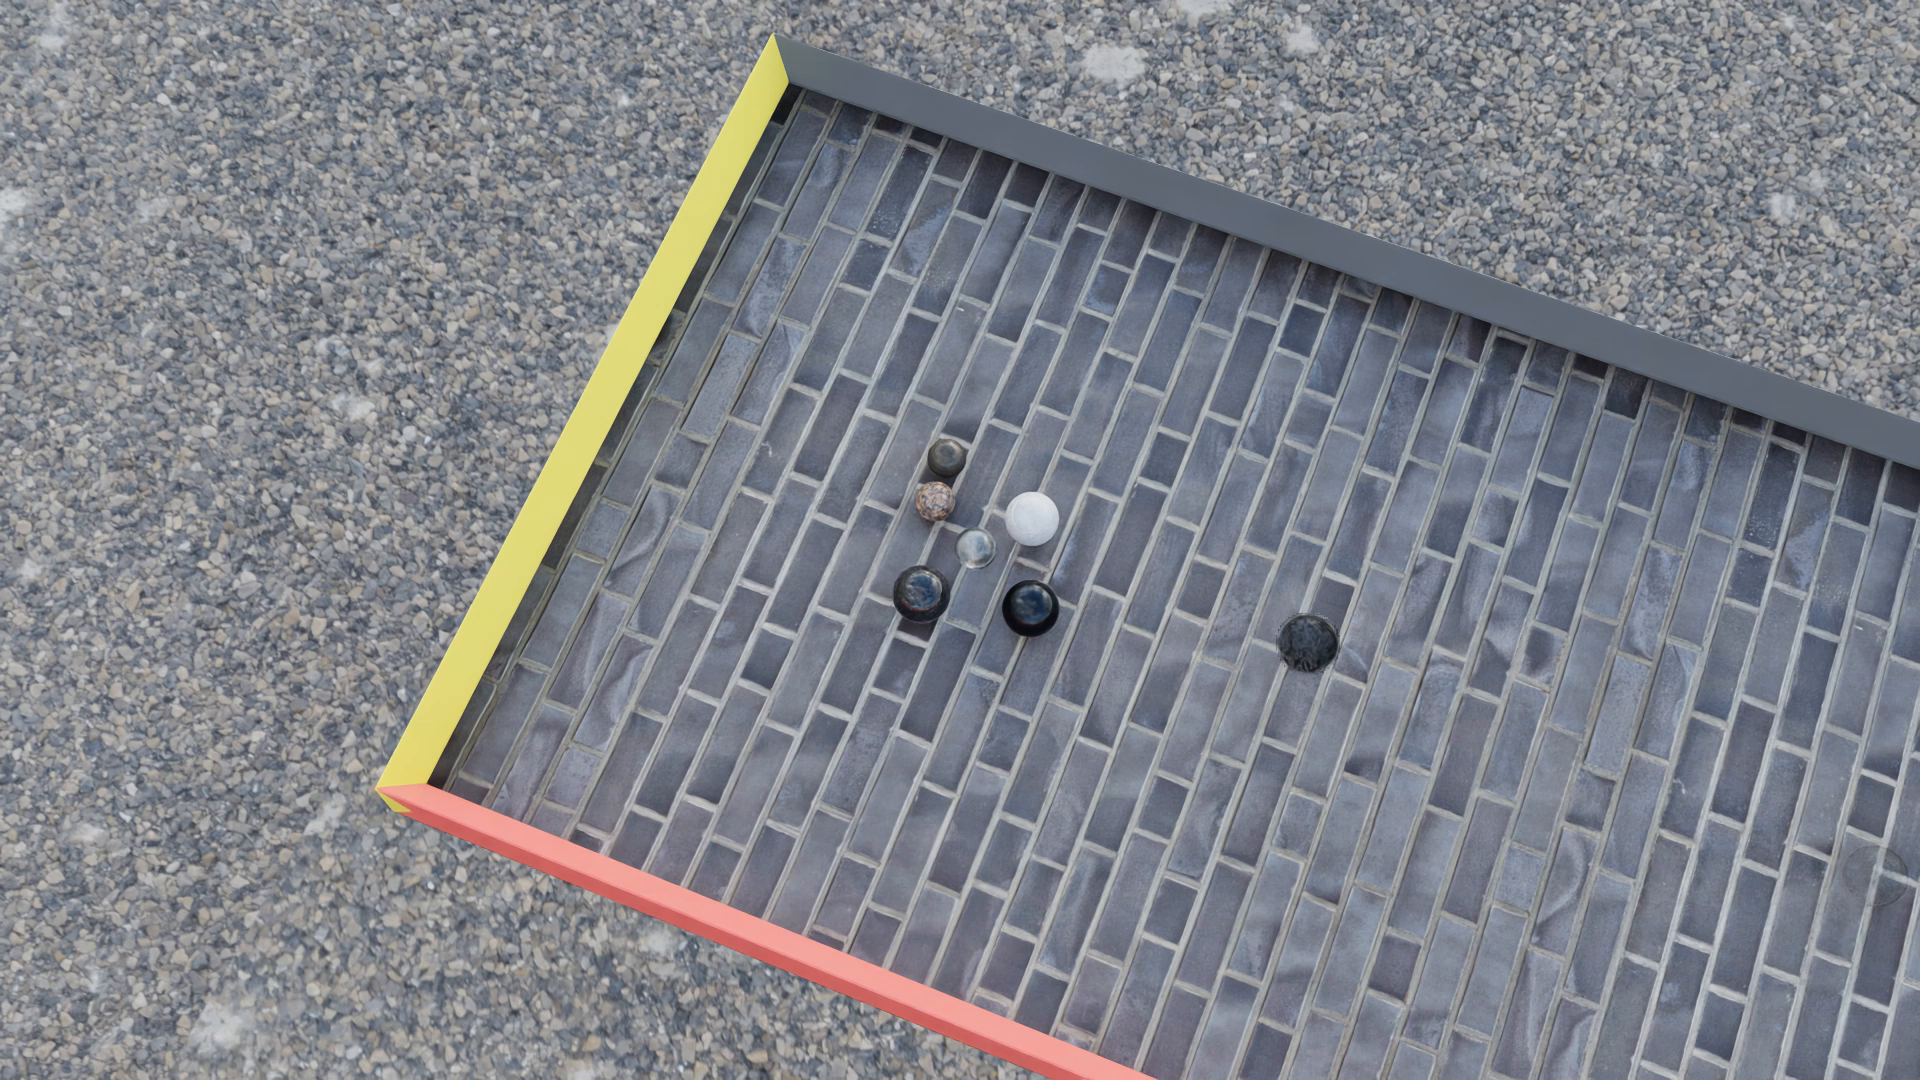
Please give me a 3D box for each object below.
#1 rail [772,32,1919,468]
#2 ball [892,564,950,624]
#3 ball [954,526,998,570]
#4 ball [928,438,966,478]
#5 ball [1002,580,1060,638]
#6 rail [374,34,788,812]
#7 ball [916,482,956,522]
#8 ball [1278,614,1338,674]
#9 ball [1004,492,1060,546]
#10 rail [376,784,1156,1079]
[{"bbox_3d":[0.861,-0.390,3.652,2.573,0.120,0.045,20,68,8],"label":"rail"},{"bbox_3d":[-0.061,0.086,3.466,0.093,0.093,0.093,0,67,0],"label":"ball"},{"bbox_3d":[0.025,0.013,3.510,0.069,0.069,0.069,0,67,0],"label":"ball"},{"bbox_3d":[-0.021,-0.133,3.574,0.064,0.064,0.064,0,67,0],"label":"ball"},{"bbox_3d":[0.112,0.108,3.457,0.091,0.091,0.091,0,67,0],"label":"ball"},{"bbox_3d":[-0.575,-0.222,3.580,0.045,0.120,1.460,20,68,8],"label":"rail"},{"bbox_3d":[-0.040,-0.062,3.544,0.065,0.065,0.065,0,67,0],"label":"ball"},{"bbox_3d":[0.544,0.162,3.433,0.092,0.092,0.092,0,67,0],"label":"ball"},{"bbox_3d":[0.115,-0.034,3.519,0.087,0.087,0.087,0,67,0],"label":"ball"},{"bbox_3d":[0.332,0.815,3.139,2.573,0.120,0.045,20,68,8],"label":"rail"}]
